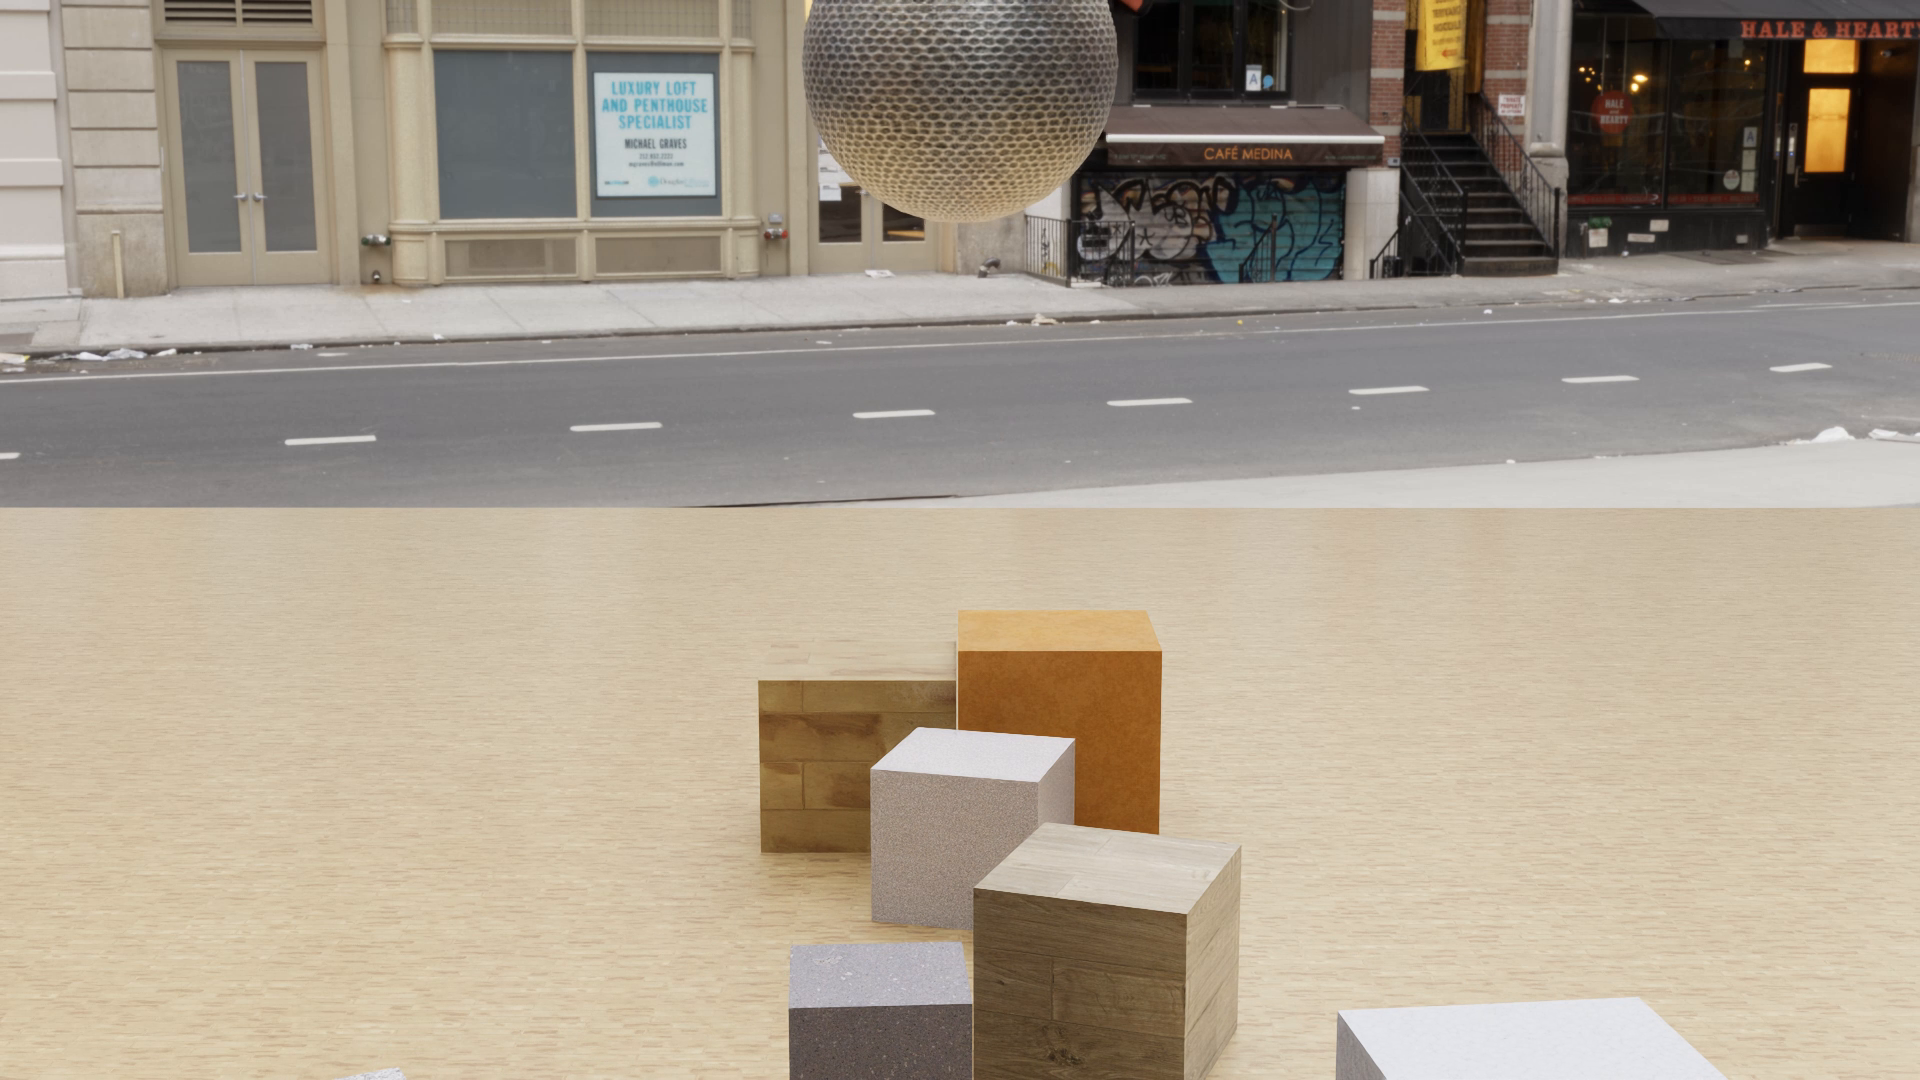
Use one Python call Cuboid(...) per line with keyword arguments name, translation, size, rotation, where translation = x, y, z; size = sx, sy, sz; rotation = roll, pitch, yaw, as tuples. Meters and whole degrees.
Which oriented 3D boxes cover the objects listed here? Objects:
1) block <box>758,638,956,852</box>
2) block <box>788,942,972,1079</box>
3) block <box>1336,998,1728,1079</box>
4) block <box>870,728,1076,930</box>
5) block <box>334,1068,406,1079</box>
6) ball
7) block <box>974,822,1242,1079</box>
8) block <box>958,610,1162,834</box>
Cuboid(name="block", translation=(-0.507, 1.044, 11.350), size=(0.974, 0.885, 0.916), rotation=(0, 10, 0))
Cuboid(name="block", translation=(-0.279, 1.825, 7.597), size=(0.608, 0.691, 0.575), rotation=(-1, 10, -4))
Cuboid(name="block", translation=(1.681, 1.952, 6.332), size=(0.955, 0.893, 1.015), rotation=(-1, 10, -6))
Cuboid(name="block", translation=(0.071, 1.337, 10.207), size=(0.776, 0.717, 0.744), rotation=(3, 11, 15))
Cuboid(name="block", translation=(-1.855, 2.041, 6.102), size=(0.792, 0.800, 0.691), rotation=(-5, 12, -27))
Cuboid(name="ball", translation=(0.000, -2.408, 11.100), size=(1.600, 1.600, 1.600), rotation=(0, 10, 0))
Cuboid(name="block", translation=(0.580, 1.623, 8.485), size=(0.815, 0.770, 0.851), rotation=(4, 11, 20))
Cuboid(name="block", translation=(0.492, 0.967, 11.363), size=(1.003, 1.031, 0.951), rotation=(0, 10, 0))
